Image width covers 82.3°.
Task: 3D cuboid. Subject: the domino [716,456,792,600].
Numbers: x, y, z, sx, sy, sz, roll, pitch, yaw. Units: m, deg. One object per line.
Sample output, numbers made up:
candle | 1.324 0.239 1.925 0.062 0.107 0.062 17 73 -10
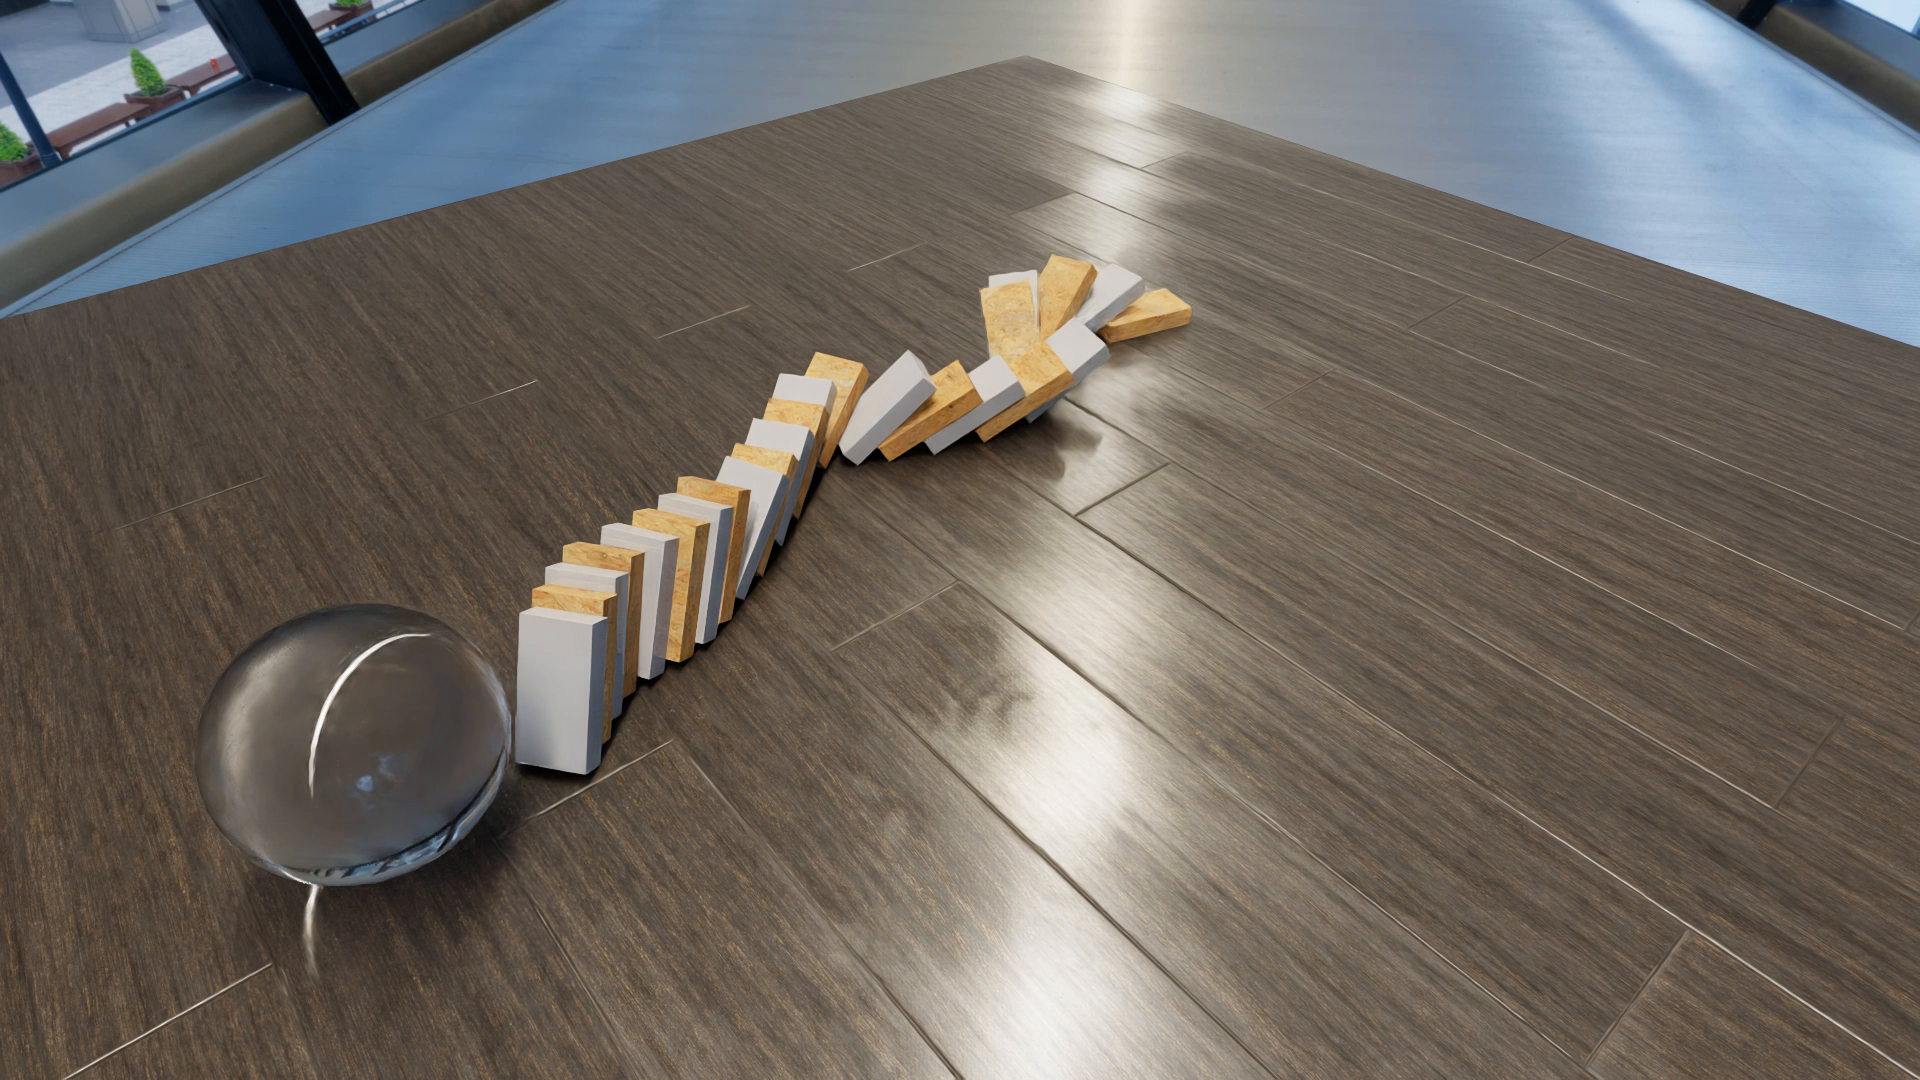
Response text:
domino | -0.087 -0.005 0.424 0.025 0.010 0.050 18 81 14

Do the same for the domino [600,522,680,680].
domino | -0.115 0.021 0.387 0.025 0.050 0.009 13 12 15

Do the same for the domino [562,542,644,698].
domino | -0.124 0.028 0.379 0.025 0.050 0.010 8 10 10

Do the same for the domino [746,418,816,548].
domino | -0.079 -0.024 0.453 0.025 0.010 0.050 10 72 12

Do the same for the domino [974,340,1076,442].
domino | 0.025 -0.069 0.509 0.050 0.010 0.025 -33 47 3

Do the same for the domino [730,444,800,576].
domino | -0.084 -0.012 0.439 0.025 0.010 0.050 11 72 13

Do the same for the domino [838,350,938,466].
domino | -0.034 -0.059 0.492 0.050 0.009 0.025 -42 41 14

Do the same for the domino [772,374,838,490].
domino | -0.073 -0.047 0.482 0.025 0.009 0.050 9 71 13

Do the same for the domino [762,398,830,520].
domino | -0.075 -0.035 0.467 0.025 0.009 0.050 10 71 12

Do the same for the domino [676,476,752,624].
domino | -0.095 0.003 0.409 0.025 0.050 0.009 13 9 15

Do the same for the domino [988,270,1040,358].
domino | 0.028 -0.114 0.562 0.025 0.010 0.050 -5 64 12

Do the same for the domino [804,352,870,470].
domino | -0.063 -0.059 0.496 0.025 0.009 0.050 17 73 20

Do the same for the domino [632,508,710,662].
domino | -0.106 0.016 0.393 0.025 0.050 0.010 13 12 15

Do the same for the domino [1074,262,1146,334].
domino | 0.071 -0.124 0.580 0.050 0.009 0.025 -39 46 -10

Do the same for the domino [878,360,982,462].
domino | -0.016 -0.059 0.497 0.050 0.009 0.025 -32 43 6

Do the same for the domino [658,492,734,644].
domino | -0.099 0.010 0.401 0.025 0.050 0.009 13 11 15

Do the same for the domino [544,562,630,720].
domino | -0.127 0.034 0.371 0.025 0.050 0.009 8 10 9

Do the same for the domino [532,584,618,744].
domino | -0.128 0.041 0.362 0.025 0.050 0.009 8 10 9

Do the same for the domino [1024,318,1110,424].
domino | 0.044 -0.081 0.521 0.050 0.010 0.025 -40 56 -1

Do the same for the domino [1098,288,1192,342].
domino | 0.096 -0.121 0.591 0.050 0.010 0.025 -17 42 -19

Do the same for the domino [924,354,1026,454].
domino | 0.003 -0.062 0.502 0.050 0.009 0.025 -33 43 4

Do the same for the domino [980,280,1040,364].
domino | 0.026 -0.102 0.544 0.025 0.010 0.050 -10 72 6

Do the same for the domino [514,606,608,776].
domino | -0.128 0.048 0.354 0.025 0.050 0.009 8 10 9

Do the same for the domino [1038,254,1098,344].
domino | 0.048 -0.123 0.571 0.025 0.009 0.050 22 78 32

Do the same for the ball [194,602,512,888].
ball | -0.172 0.058 0.317 0.080 0.080 0.080 0 39 0
